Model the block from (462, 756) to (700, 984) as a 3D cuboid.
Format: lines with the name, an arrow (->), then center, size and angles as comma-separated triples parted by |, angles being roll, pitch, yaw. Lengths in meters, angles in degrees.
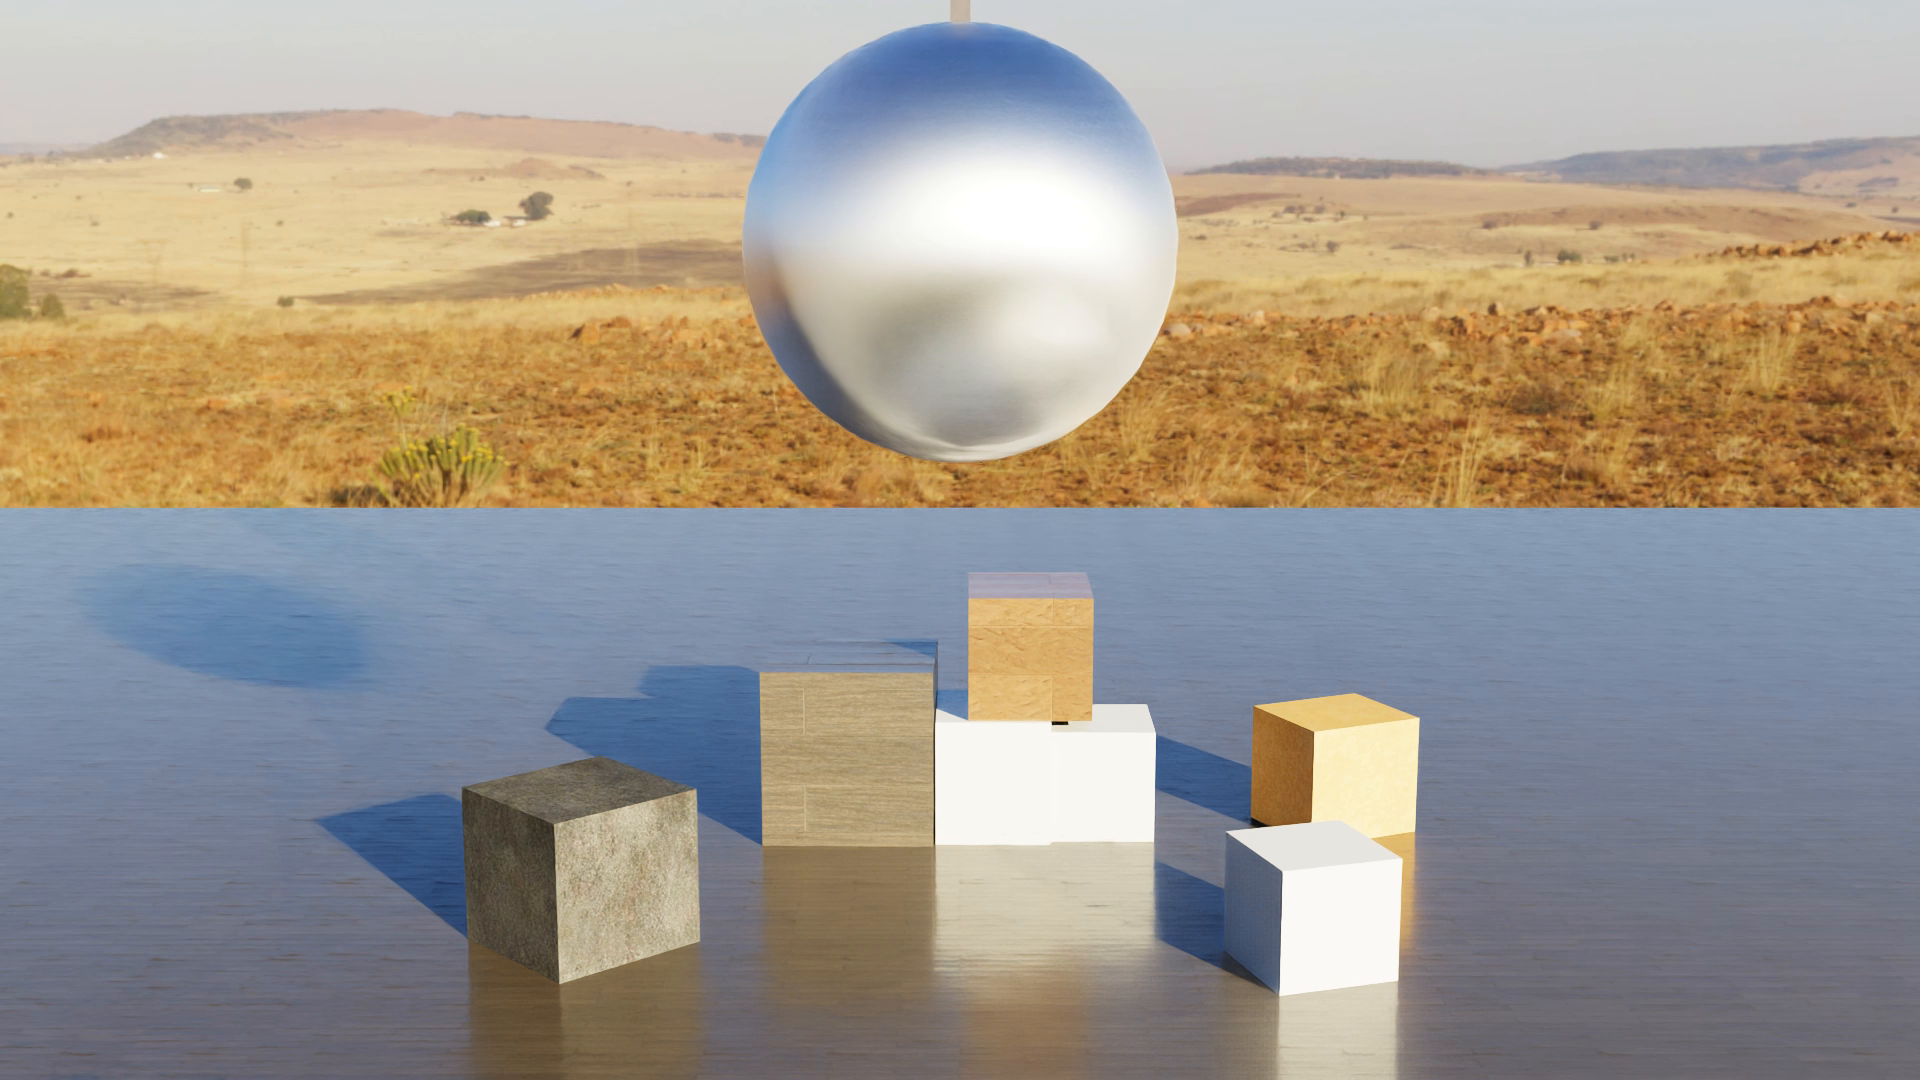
block -> -1.674, 1.434, 9.719 | 0.734, 0.701, 0.736 | -10, 14, -43

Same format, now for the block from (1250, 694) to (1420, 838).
block -> 1.935, 1.182, 11.387 | 0.634, 0.601, 0.565 | -5, 11, -24

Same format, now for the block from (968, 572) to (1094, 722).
block -> 0.354, 0.539, 11.295 | 0.620, 0.627, 0.667 | 0, 10, 0

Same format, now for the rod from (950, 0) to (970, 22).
rod -> 0.000, -4.319, 9.139 | 0.080, 5.200, 0.080 | 0, -18, 0

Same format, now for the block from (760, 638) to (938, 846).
block -> -0.557, 1.032, 11.375 | 0.862, 0.899, 0.768 | 0, 10, 1

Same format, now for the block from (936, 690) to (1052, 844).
block -> 0.169, 1.166, 11.378 | 0.578, 0.635, 0.672 | 0, 10, 0

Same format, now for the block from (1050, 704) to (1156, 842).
block -> 0.721, 1.199, 11.379 | 0.527, 0.570, 0.561 | 0, 10, 0

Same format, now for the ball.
ball -> 0.000, -1.087, 8.085 | 1.600, 1.600, 1.600 | 0, 10, 0

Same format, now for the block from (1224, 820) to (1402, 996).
block -> 1.505, 1.567, 9.439 | 0.550, 0.540, 0.560 | -3, 11, -18
